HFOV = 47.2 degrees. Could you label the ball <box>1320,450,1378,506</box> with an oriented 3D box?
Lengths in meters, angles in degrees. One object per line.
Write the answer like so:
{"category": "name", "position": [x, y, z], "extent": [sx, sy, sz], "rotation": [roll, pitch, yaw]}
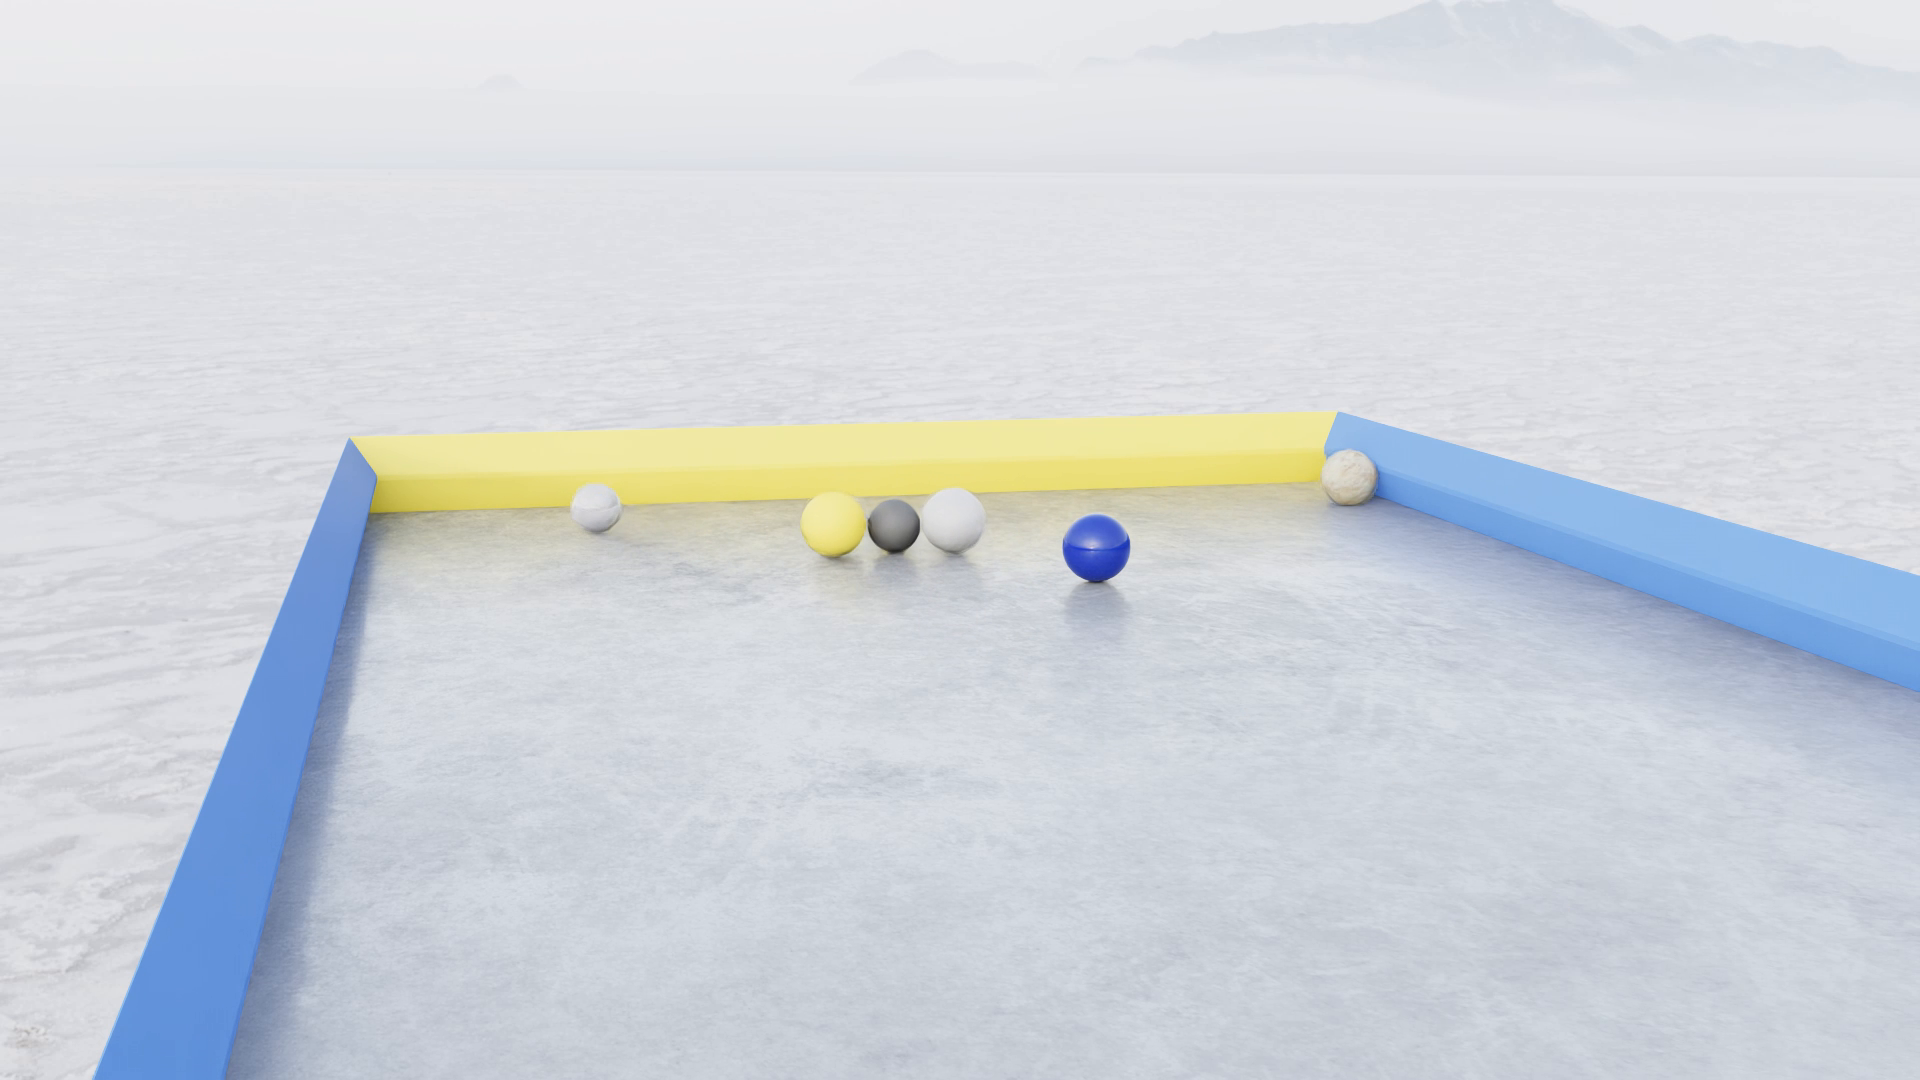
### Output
{"category": "ball", "position": [0.663, -0.107, 3.752], "extent": [0.095, 0.095, 0.095], "rotation": [0, 10, 0]}

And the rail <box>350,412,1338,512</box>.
{"category": "rail", "position": [-0.156, -0.137, 3.827], "extent": [1.752, 0.127, 0.045], "rotation": [-2, 10, -12]}

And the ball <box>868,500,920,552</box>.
{"category": "ball", "position": [-0.099, -0.021, 3.300], "extent": [0.079, 0.079, 0.079], "rotation": [0, 10, 0]}

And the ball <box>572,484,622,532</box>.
{"category": "ball", "position": [-0.573, -0.050, 3.473], "extent": [0.078, 0.078, 0.078], "rotation": [0, 10, 0]}

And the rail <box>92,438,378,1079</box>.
{"category": "rail", "position": [-0.671, 0.134, 2.252], "extent": [0.045, 0.127, 2.940], "rotation": [-2, 10, -12]}

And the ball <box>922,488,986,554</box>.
{"category": "ball", "position": [-0.009, -0.028, 3.287], "extent": [0.098, 0.098, 0.098], "rotation": [0, 10, 0]}

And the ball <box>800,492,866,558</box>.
{"category": "ball", "position": [-0.188, -0.023, 3.259], "extent": [0.097, 0.097, 0.097], "rotation": [0, 10, 0]}

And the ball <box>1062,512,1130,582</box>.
{"category": "ball", "position": [0.190, 0.010, 3.067], "extent": [0.096, 0.096, 0.096], "rotation": [0, 10, 0]}

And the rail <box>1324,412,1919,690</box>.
{"category": "rail", "position": [0.993, 0.070, 2.621], "extent": [0.045, 0.127, 2.940], "rotation": [-2, 10, -12]}
